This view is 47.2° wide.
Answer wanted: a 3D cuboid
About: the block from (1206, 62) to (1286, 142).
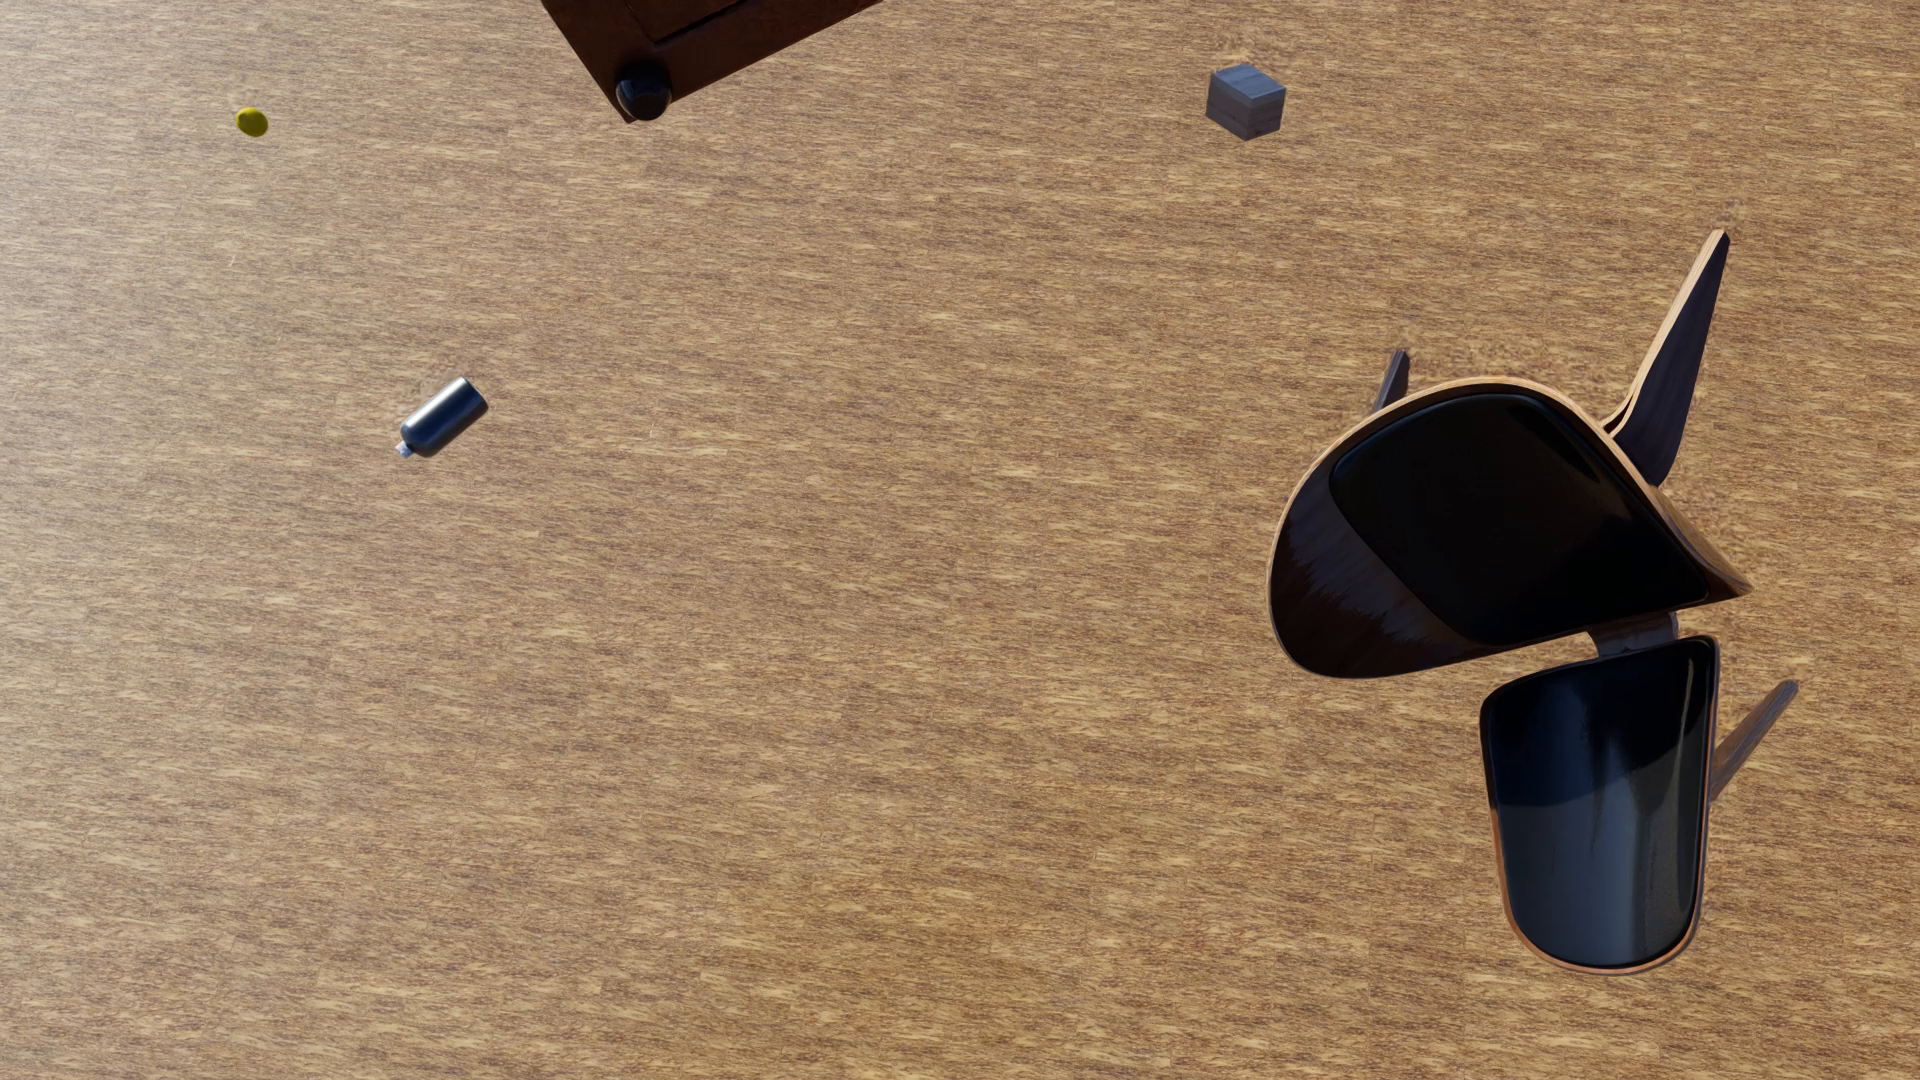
[{"bbox_3d":[0.458,-0.703,3.525,0.074,0.076,0.097,-23,47,-29],"label":"block"}]
